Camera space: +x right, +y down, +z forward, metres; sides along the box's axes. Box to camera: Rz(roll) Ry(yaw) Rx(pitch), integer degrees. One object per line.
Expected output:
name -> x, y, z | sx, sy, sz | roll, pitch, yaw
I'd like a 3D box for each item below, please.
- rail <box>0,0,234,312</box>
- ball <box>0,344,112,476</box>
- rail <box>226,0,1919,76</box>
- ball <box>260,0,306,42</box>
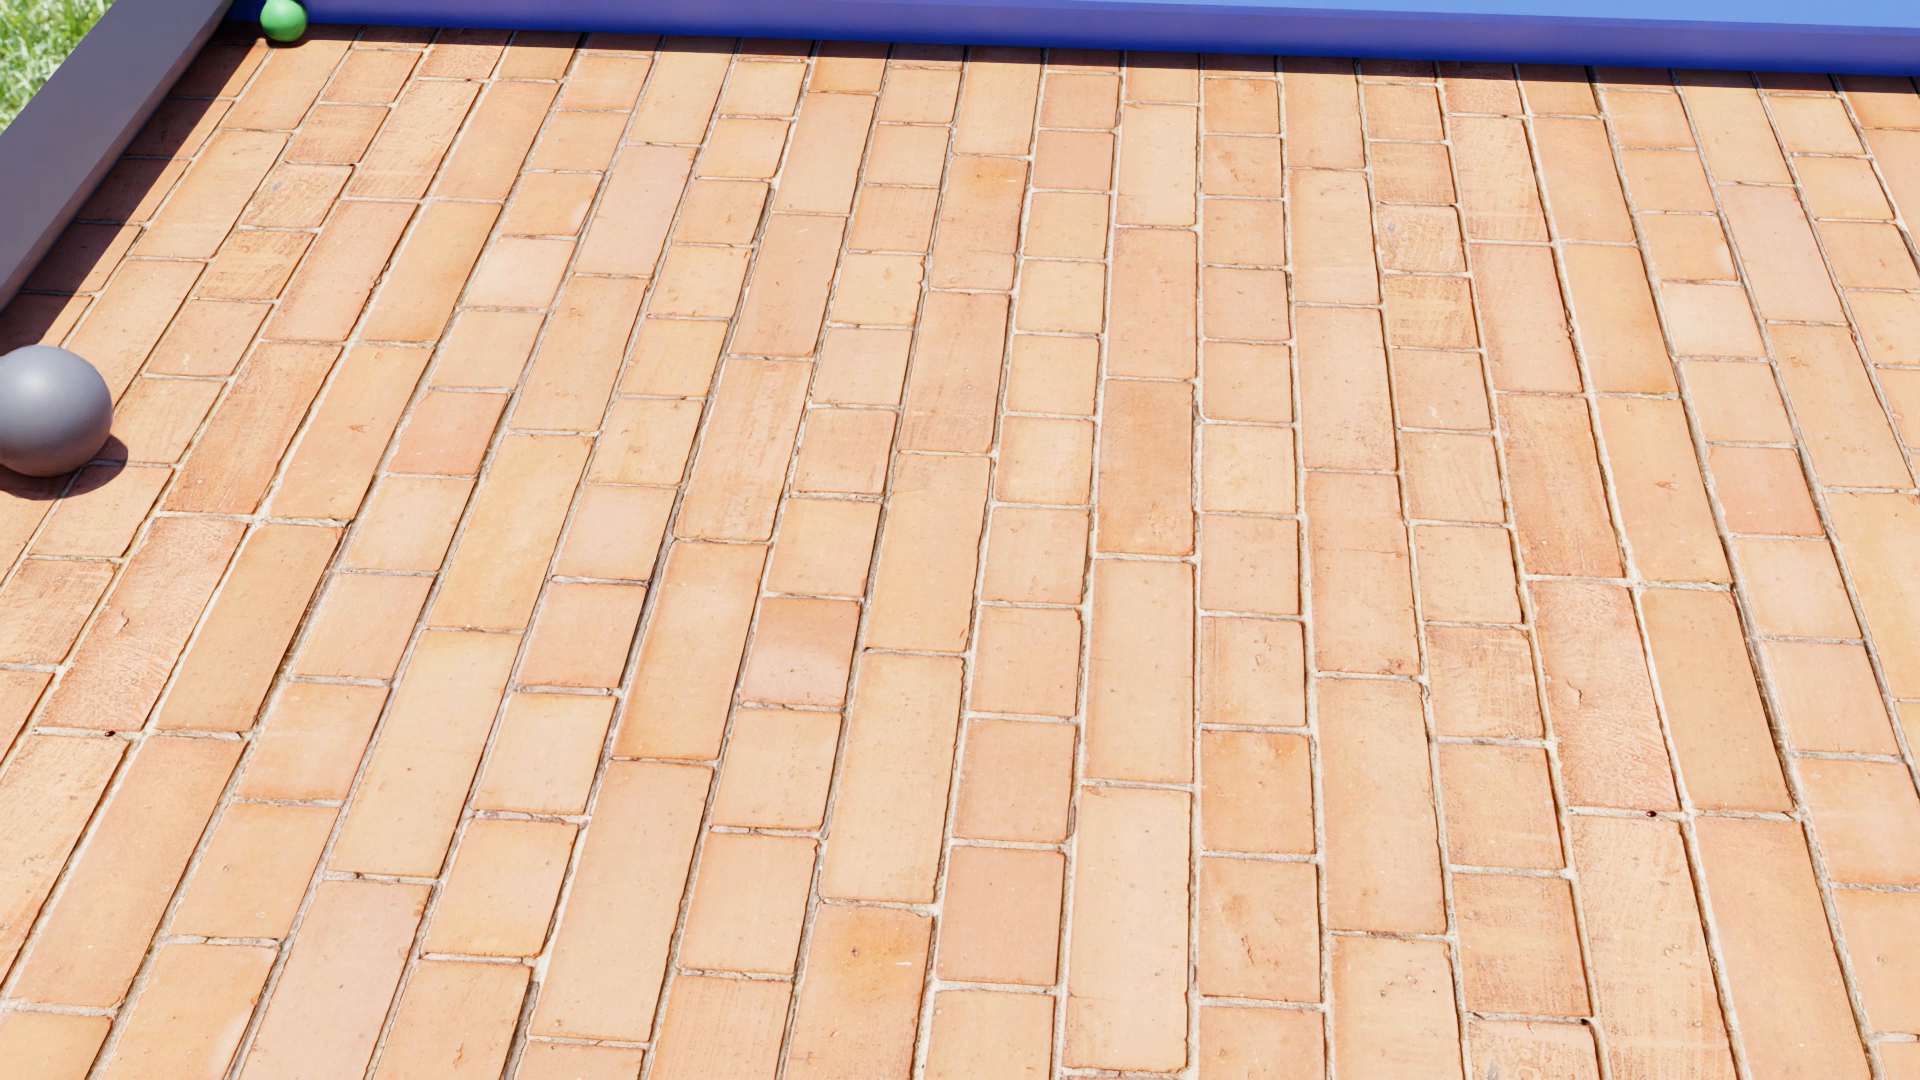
rail -> -0.799, -0.064, 1.845 | 0.045, 0.128, 1.808 | 3, 35, 4
ball -> -0.686, -0.097, 1.919 | 0.099, 0.099, 0.099 | 0, 35, 0
rail -> 0.893, -0.496, 2.456 | 3.303, 0.128, 0.045 | 3, 35, 4
ball -> -0.676, -0.520, 2.565 | 0.045, 0.045, 0.045 | 0, 35, 0
